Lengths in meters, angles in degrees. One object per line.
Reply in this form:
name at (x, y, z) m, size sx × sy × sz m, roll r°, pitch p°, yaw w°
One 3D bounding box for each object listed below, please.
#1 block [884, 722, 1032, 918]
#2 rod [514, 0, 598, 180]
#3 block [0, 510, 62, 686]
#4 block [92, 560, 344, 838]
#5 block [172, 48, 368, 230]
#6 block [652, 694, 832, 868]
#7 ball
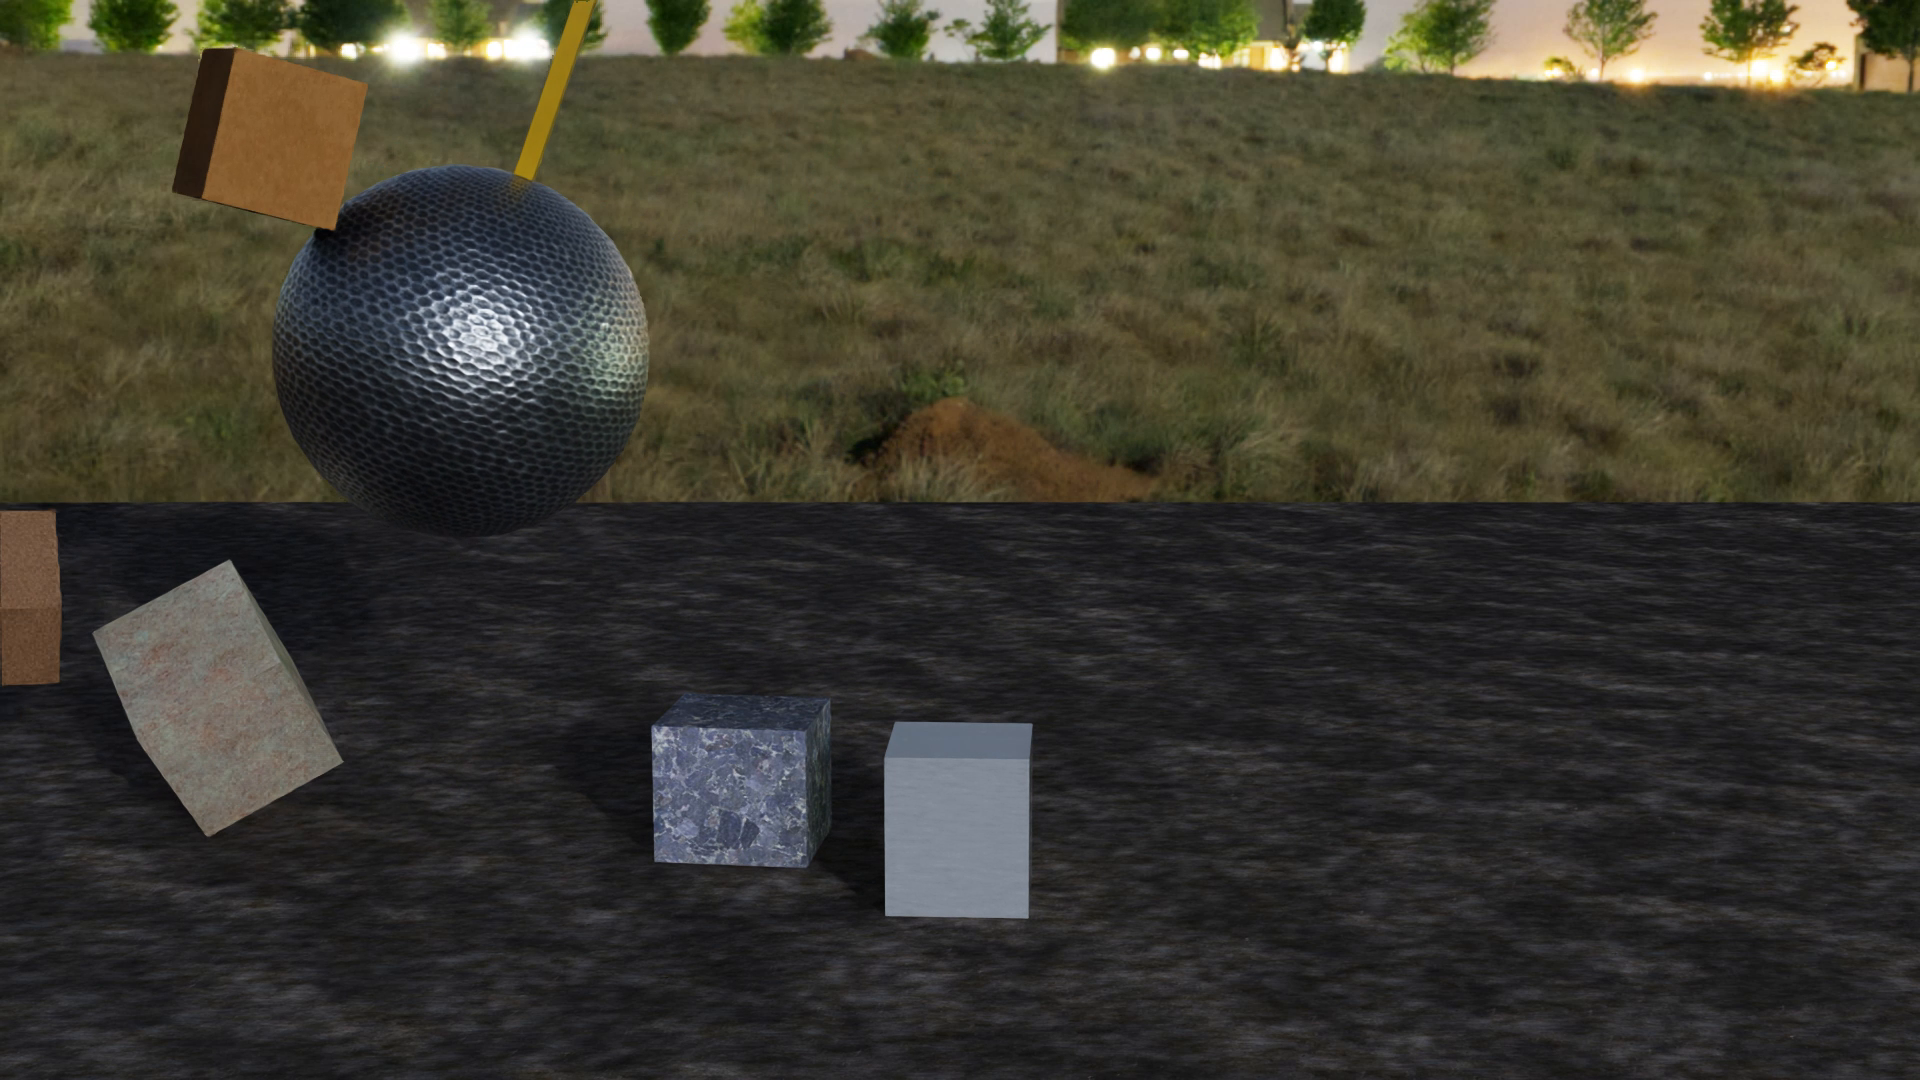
block at (0.001, 1.197, 11.050) m, size 0.606 × 0.692 × 0.598 m, roll 1°, pitch 10°, yaw 3°
rod at (-0.925, -3.933, 10.465) m, size 0.080 × 5.200 × 0.080 m, roll 21°, pitch 10°, yaw -4°
block at (-4.362, 0.263, 11.451) m, size 0.629 × 0.541 × 0.568 m, roll -2°, pitch 50°, yaw -22°
block at (-3.463, 0.737, 11.986) m, size 0.704 × 0.743 × 0.805 m, roll -29°, pitch 47°, yaw -11°
block at (-2.847, -1.651, 10.558) m, size 0.539 × 0.609 × 0.652 m, roll 12°, pitch 3°, yaw -29°
block at (-0.992, 1.095, 11.781) m, size 0.698 × 0.631 × 0.625 m, roll 1°, pitch 10°, yaw 7°
ball at (-2.135, -0.807, 11.034) m, size 1.600 × 1.600 × 1.600 m, roll 0°, pitch 10°, yaw 0°
